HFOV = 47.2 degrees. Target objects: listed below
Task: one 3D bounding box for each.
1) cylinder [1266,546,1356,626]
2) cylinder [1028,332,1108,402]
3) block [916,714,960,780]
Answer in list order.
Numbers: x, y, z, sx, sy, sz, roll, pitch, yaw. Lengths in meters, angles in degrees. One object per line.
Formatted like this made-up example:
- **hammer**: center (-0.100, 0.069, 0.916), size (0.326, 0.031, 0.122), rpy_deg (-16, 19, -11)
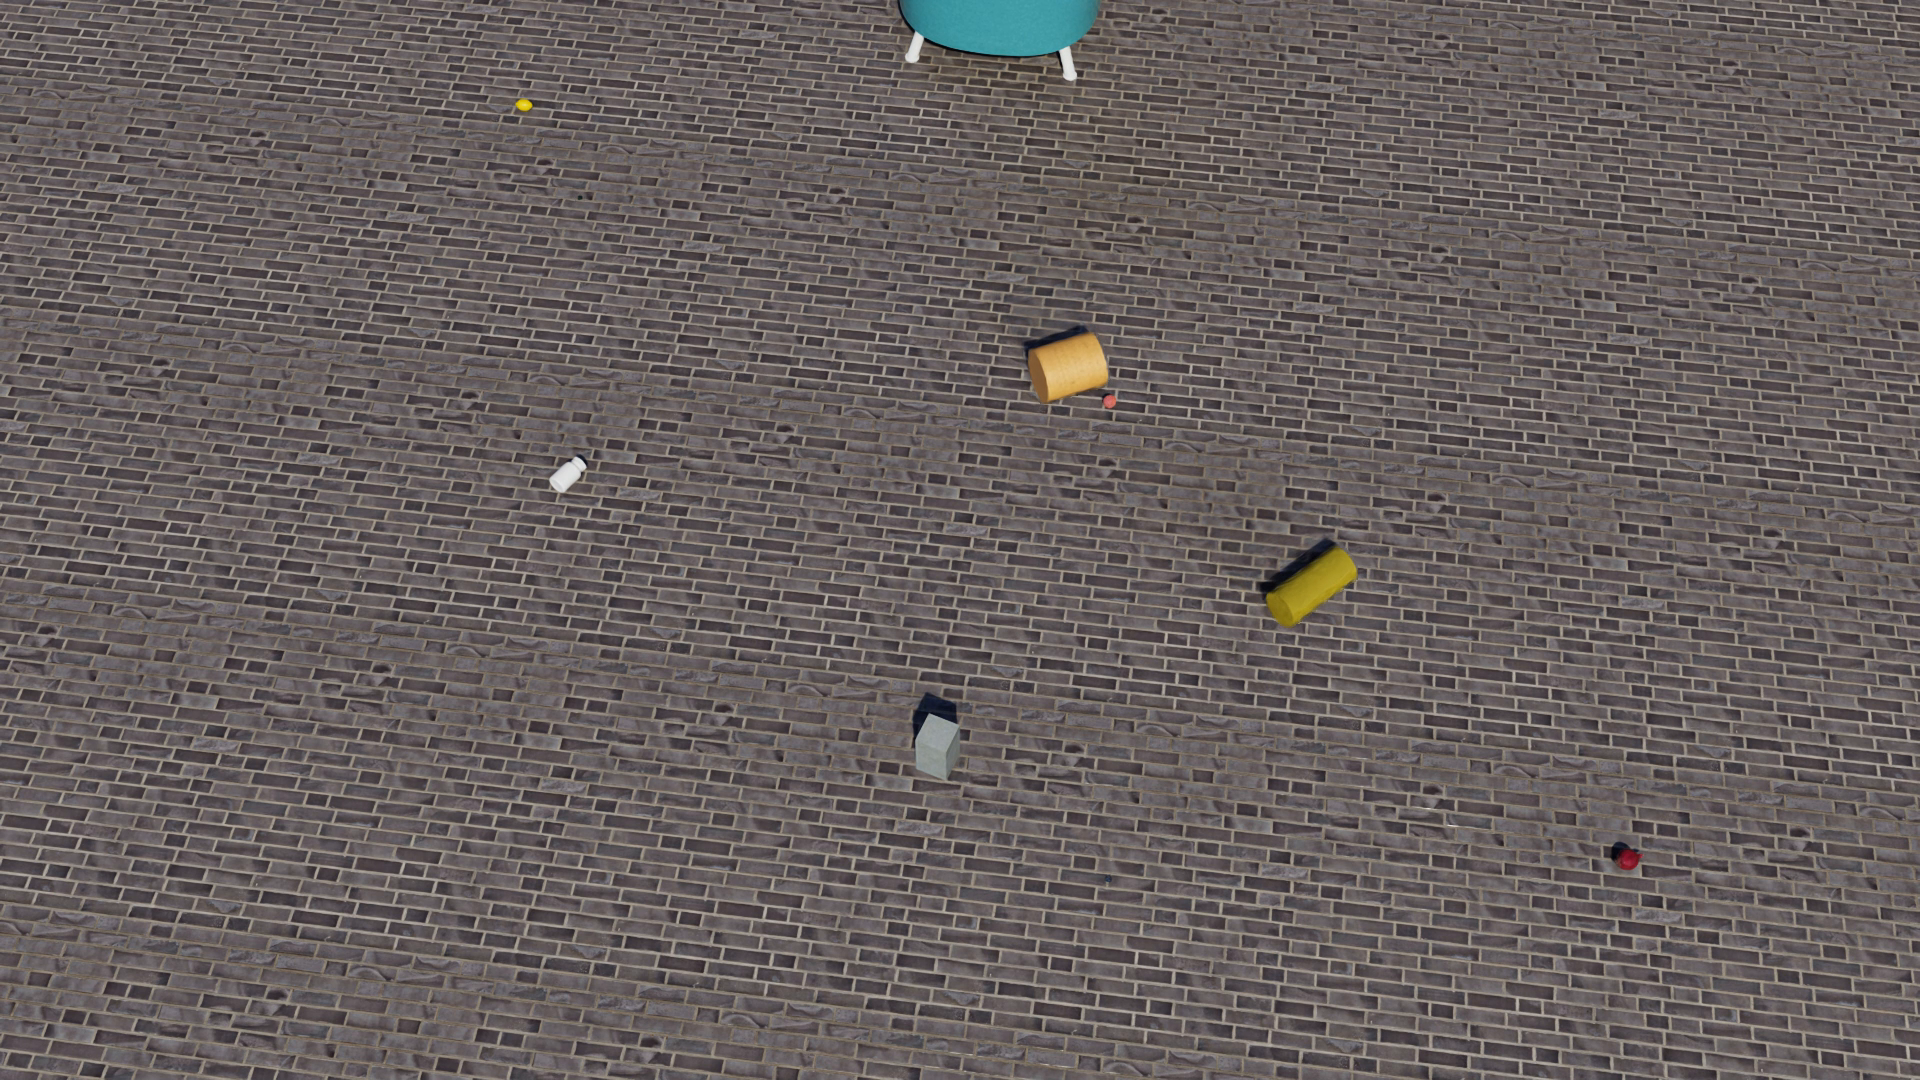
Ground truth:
- **cylinder**: center (1.025, 0.134, 6.415), size (0.256, 0.113, 0.116), rpy_deg (-34, 95, -21)
- **cylinder**: center (0.333, -0.538, 6.831), size (0.198, 0.172, 0.173), rpy_deg (-17, 47, -11)
- **block**: center (-0.061, 0.574, 6.088), size (0.093, 0.168, 0.092), rpy_deg (20, 59, 13)
